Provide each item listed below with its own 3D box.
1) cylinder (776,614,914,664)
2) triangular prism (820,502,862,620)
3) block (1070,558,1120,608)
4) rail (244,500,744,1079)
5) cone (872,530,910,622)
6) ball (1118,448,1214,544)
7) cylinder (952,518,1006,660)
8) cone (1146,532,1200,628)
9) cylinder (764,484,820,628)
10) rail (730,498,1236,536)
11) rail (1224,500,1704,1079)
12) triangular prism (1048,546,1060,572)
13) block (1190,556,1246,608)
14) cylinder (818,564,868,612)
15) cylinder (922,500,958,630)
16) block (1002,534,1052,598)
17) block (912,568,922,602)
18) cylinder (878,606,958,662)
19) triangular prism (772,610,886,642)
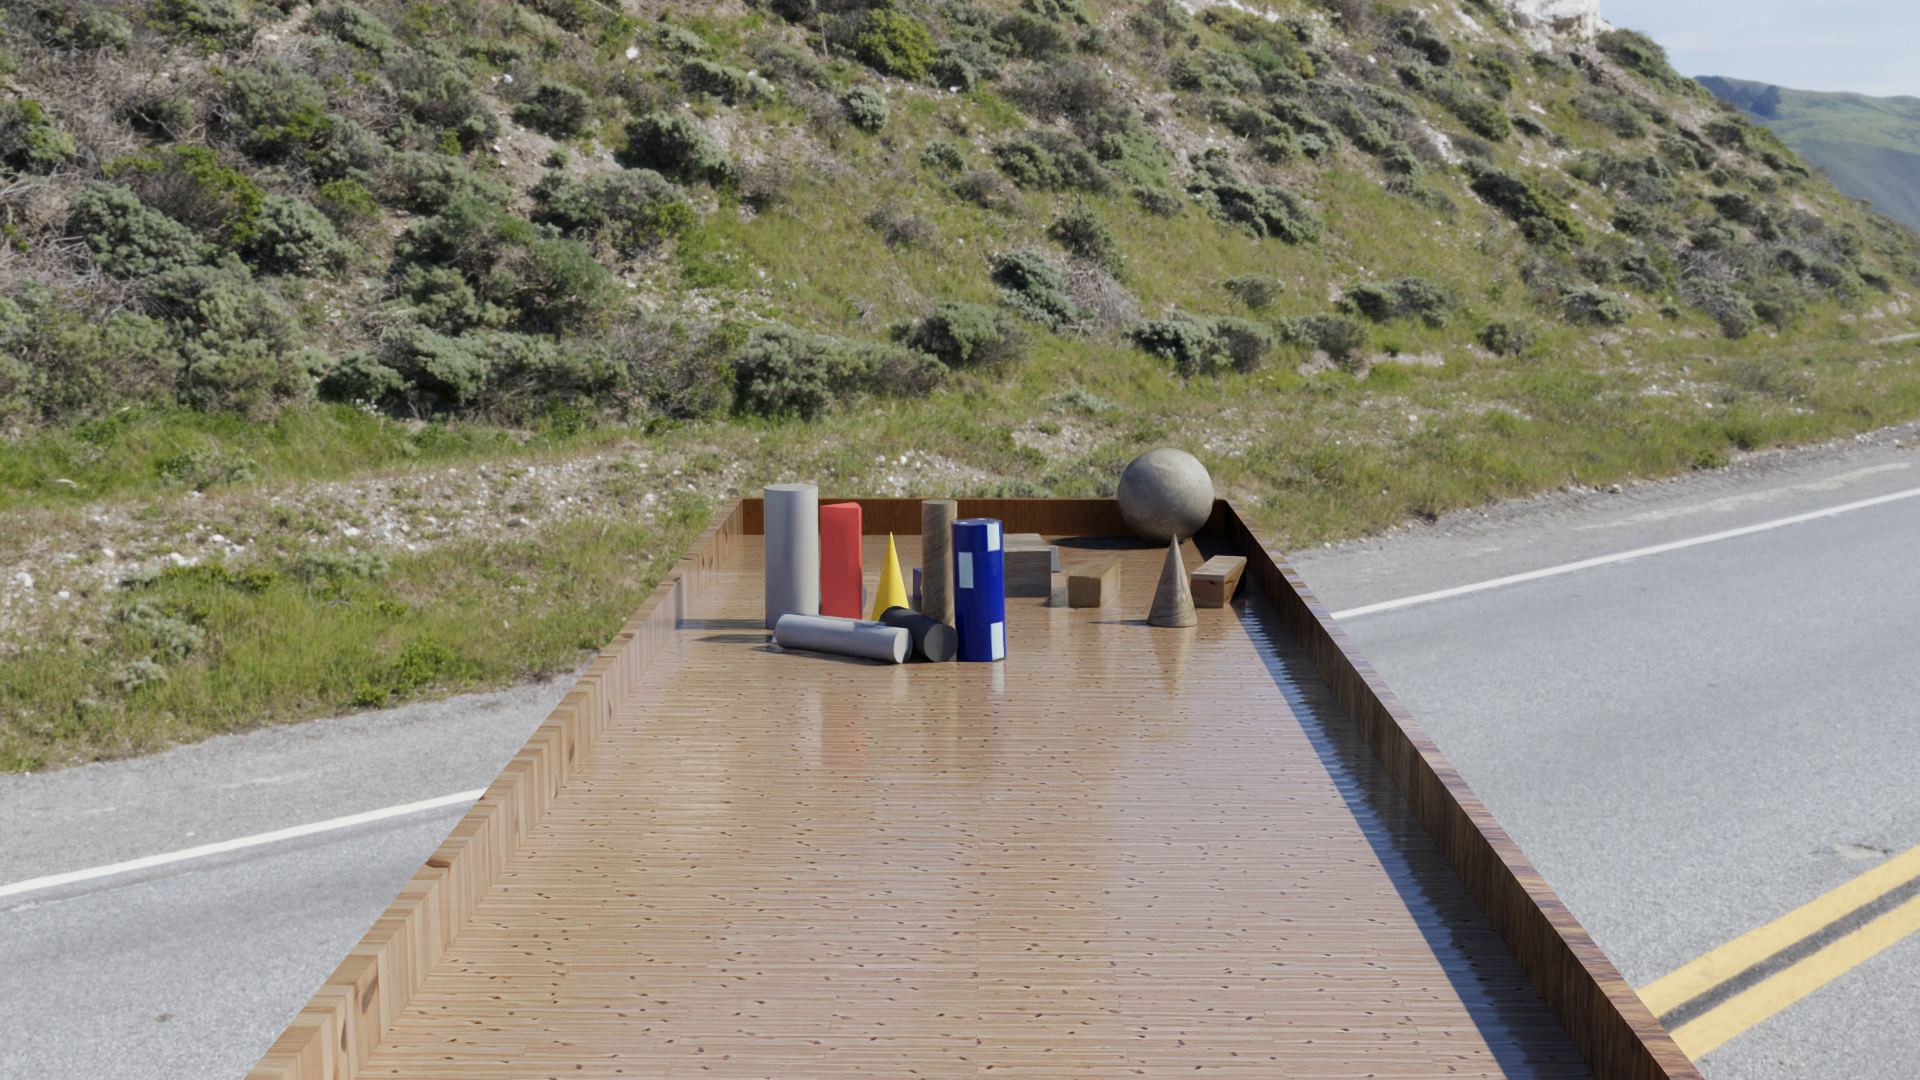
[{"bbox_3d":[-0.358,0.302,6.762,0.440,0.107,0.107,6,11,31],"label":"cylinder"},{"bbox_3d":[-0.355,0.102,6.989,0.136,0.432,0.118,3,9,20],"label":"triangular prism"},{"bbox_3d":[0.475,0.151,7.711,0.108,0.108,0.368,2,9,15],"label":"block"},{"bbox_3d":[-1.004,0.839,3.234,0.050,0.150,12.000,0,9,1],"label":"rail"},{"bbox_3d":[-0.226,0.125,7.211,0.142,0.316,0.142,0,9,0],"label":"cone"},{"bbox_3d":[0.833,-0.180,8.903,0.389,0.389,0.389,0,9,0],"label":"ball"},{"bbox_3d":[0.058,0.150,6.716,0.156,0.414,0.156,-2,8,0],"label":"cylinder"},{"bbox_3d":[0.704,0.121,7.253,0.173,0.310,0.173,0,9,0],"label":"cone"},{"bbox_3d":[-0.552,0.053,7.209,0.177,0.458,0.177,0,9,0],"label":"cylinder"},{"bbox_3d":[0.099,-0.098,9.147,2.100,0.150,0.050,0,9,1],"label":"rail"},{"bbox_3d":[1.046,0.843,3.208,0.050,0.150,12.000,0,9,1],"label":"rail"},{"bbox_3d":[0.169,0.072,8.250,0.402,0.090,0.104,-2,9,-11],"label":"triangular prism"},{"bbox_3d":[0.910,0.145,7.726,0.115,0.115,0.405,3,9,18],"label":"block"},{"bbox_3d":[-0.412,0.166,7.513,0.140,0.140,0.348,-2,9,-11],"label":"cylinder"},{"bbox_3d":[-0.064,0.102,6.924,0.112,0.451,0.112,0,9,0],"label":"cylinder"},{"bbox_3d":[0.222,0.089,7.919,0.165,0.165,0.410,-1,9,-4],"label":"block"},{"bbox_3d":[-0.063,0.173,7.595,0.101,0.101,0.360,-3,9,-18],"label":"block"},{"bbox_3d":[-0.131,0.289,6.808,0.118,0.118,0.330,-4,10,-26],"label":"cylinder"},{"bbox_3d":[-0.399,0.285,6.896,0.394,0.093,0.107,5,10,29],"label":"triangular prism"}]
